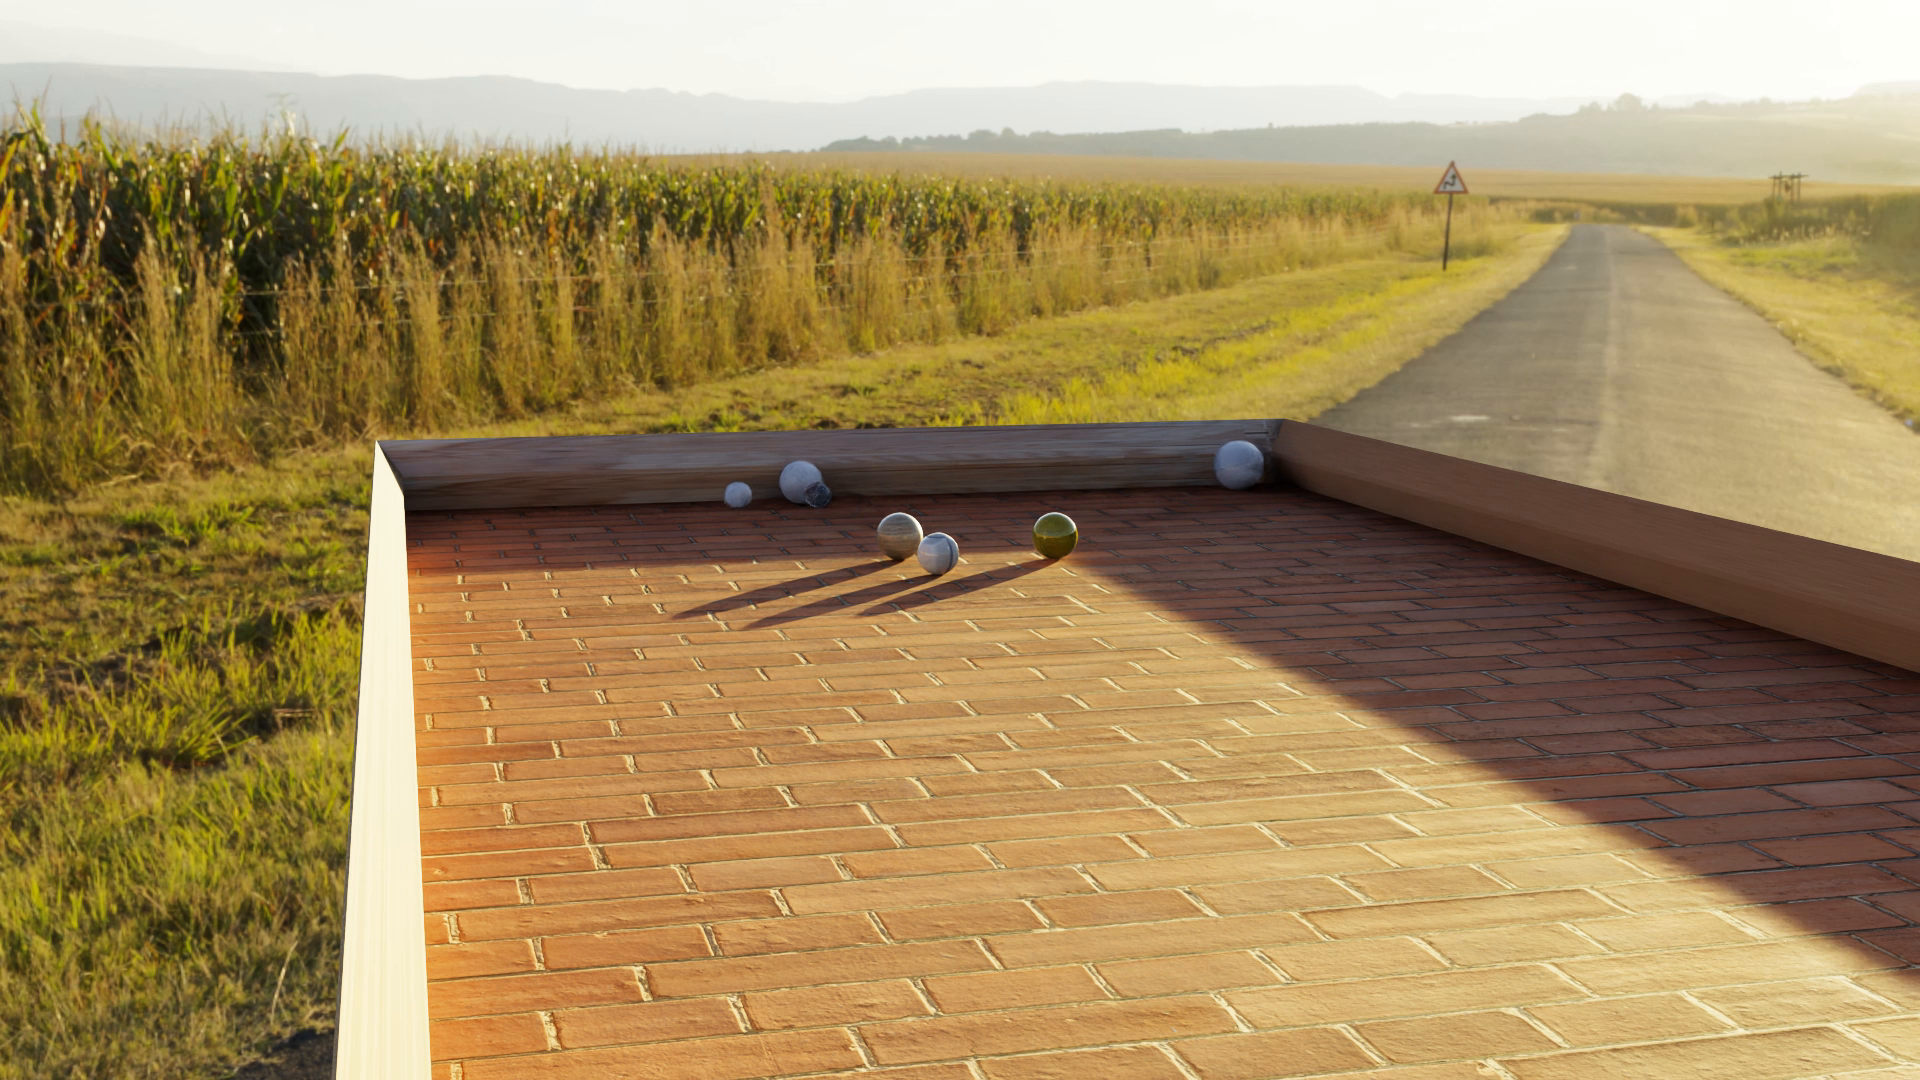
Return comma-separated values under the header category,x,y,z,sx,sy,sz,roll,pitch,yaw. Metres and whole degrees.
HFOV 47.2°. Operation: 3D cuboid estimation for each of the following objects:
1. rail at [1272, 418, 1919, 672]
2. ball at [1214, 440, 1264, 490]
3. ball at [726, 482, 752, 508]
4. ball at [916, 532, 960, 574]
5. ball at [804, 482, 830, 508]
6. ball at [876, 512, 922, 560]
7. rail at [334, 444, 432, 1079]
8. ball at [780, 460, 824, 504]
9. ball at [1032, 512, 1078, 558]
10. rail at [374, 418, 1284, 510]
category,x,y,z,sx,sy,sz,roll,pitch,yaw
rail,1.018,0.052,2.798,0.045,0.125,3.221,-2,9,-14
ball,0.537,-0.144,4.228,0.096,0.096,0.096,0,8,0
ball,-0.400,-0.081,3.969,0.048,0.048,0.048,0,8,0
ball,-0.032,0.020,3.233,0.062,0.062,0.062,0,8,0
ball,-0.258,-0.082,3.982,0.046,0.046,0.046,0,8,0
ball,-0.093,-0.006,3.373,0.072,0.072,0.072,0,8,0
rail,-0.618,0.113,2.383,0.045,0.125,3.221,-2,9,-14
ball,-0.291,-0.106,4.032,0.079,0.079,0.079,0,8,0
ball,0.146,-0.006,3.383,0.071,0.071,0.071,0,8,0
rail,-0.194,-0.142,4.111,1.737,0.125,0.045,-2,9,-14
